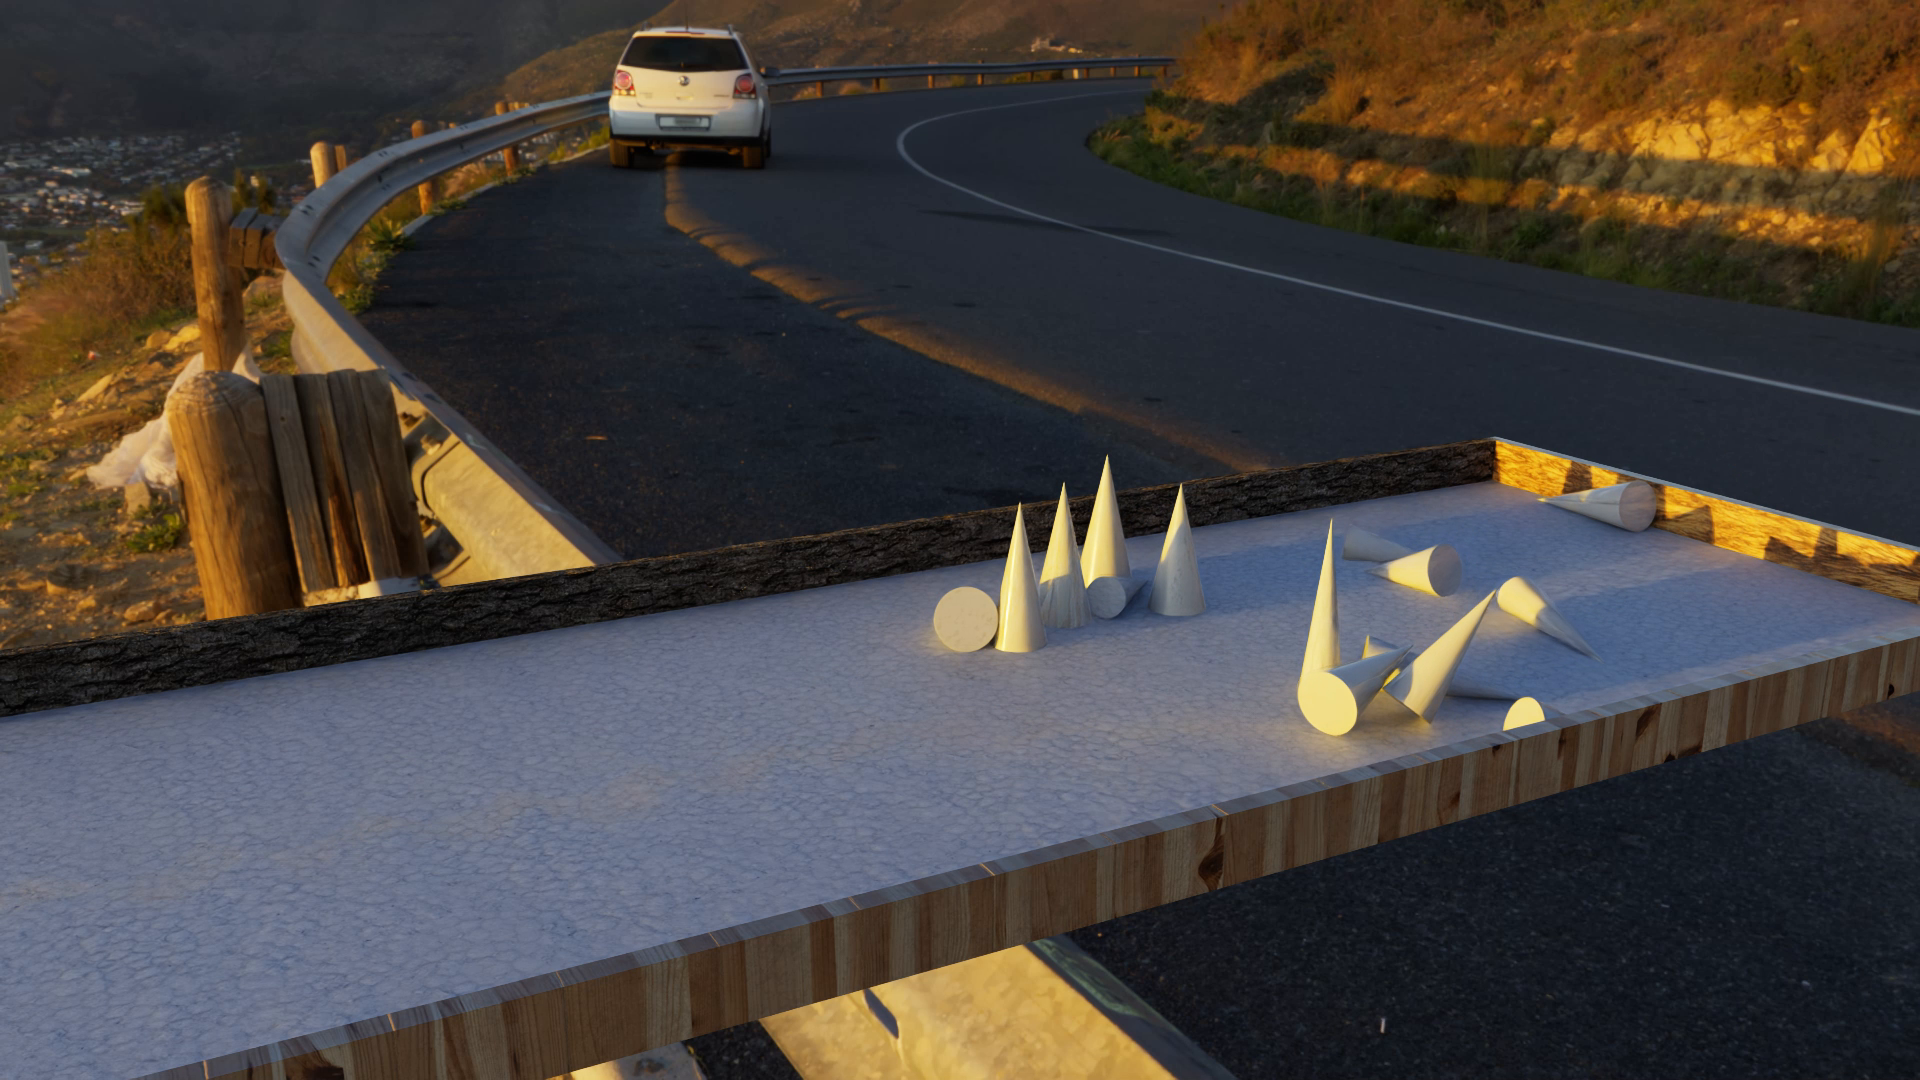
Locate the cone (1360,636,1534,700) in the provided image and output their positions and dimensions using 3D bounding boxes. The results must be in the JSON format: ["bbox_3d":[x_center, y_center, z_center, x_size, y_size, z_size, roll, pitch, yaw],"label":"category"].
[{"bbox_3d":[1.206,0.349,4.045,0.437,0.139,0.139,12,18,9],"label":"cone"}]

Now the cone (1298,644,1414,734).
[{"bbox_3d":[0.982,0.316,3.927,0.157,0.157,0.395,15,29,42],"label":"cone"}]

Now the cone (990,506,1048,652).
[{"bbox_3d":[0.157,0.086,4.369,0.157,0.391,0.157,0,16,0],"label":"cone"}]

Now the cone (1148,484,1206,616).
[{"bbox_3d":[0.618,0.015,4.658,0.168,0.364,0.168,0,16,0],"label":"cone"}]

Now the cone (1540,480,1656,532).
[{"bbox_3d":[2.140,-0.128,5.641,0.171,0.171,0.449,-8,7,-24],"label":"cone"}]

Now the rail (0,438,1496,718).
[{"bbox_3d":[-3.305,0.497,3.399,12.000,0.150,0.050,-9,18,-27],"label":"rail"}]

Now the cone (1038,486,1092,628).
[{"bbox_3d":[0.284,0.029,4.556,0.169,0.395,0.169,0,16,0],"label":"cone"}]

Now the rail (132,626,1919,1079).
[{"bbox_3d":[-2.336,1.006,1.665,12.000,0.150,0.050,-9,18,-27],"label":"rail"}]

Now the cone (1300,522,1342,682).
[{"bbox_3d":[0.901,0.154,4.059,0.106,0.435,0.106,0,16,0],"label":"cone"}]

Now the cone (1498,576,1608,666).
[{"bbox_3d":[1.617,0.238,4.447,0.110,0.110,0.438,-4,24,-14],"label":"cone"}]

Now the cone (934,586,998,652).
[{"bbox_3d":[-0.016,0.205,4.509,0.173,0.173,0.333,-3,2,-11],"label":"cone"}]

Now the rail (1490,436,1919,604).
[{"bbox_3d":[2.466,-0.048,5.253,0.050,0.150,2.100,-9,18,-27],"label":"rail"}]

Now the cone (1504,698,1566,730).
[{"bbox_3d":[1.402,0.453,3.680,0.333,0.156,0.156,10,14,-14],"label":"cone"}]

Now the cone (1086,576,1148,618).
[{"bbox_3d":[0.487,0.139,4.779,0.118,0.118,0.388,7,9,24],"label":"cone"}]

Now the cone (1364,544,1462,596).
[{"bbox_3d":[1.319,0.091,4.910,0.156,0.156,0.303,-12,6,-35],"label":"cone"}]

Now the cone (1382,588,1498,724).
[{"bbox_3d":[1.152,0.251,3.863,0.138,0.350,0.138,37,3,-2],"label":"cone"}]

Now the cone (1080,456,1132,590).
[{"bbox_3d":[0.428,-0.058,4.844,0.176,0.400,0.176,0,16,0],"label":"cone"}]

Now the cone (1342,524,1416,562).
[{"bbox_3d":[1.362,0.044,5.105,0.335,0.112,0.112,14,19,13],"label":"cone"}]
